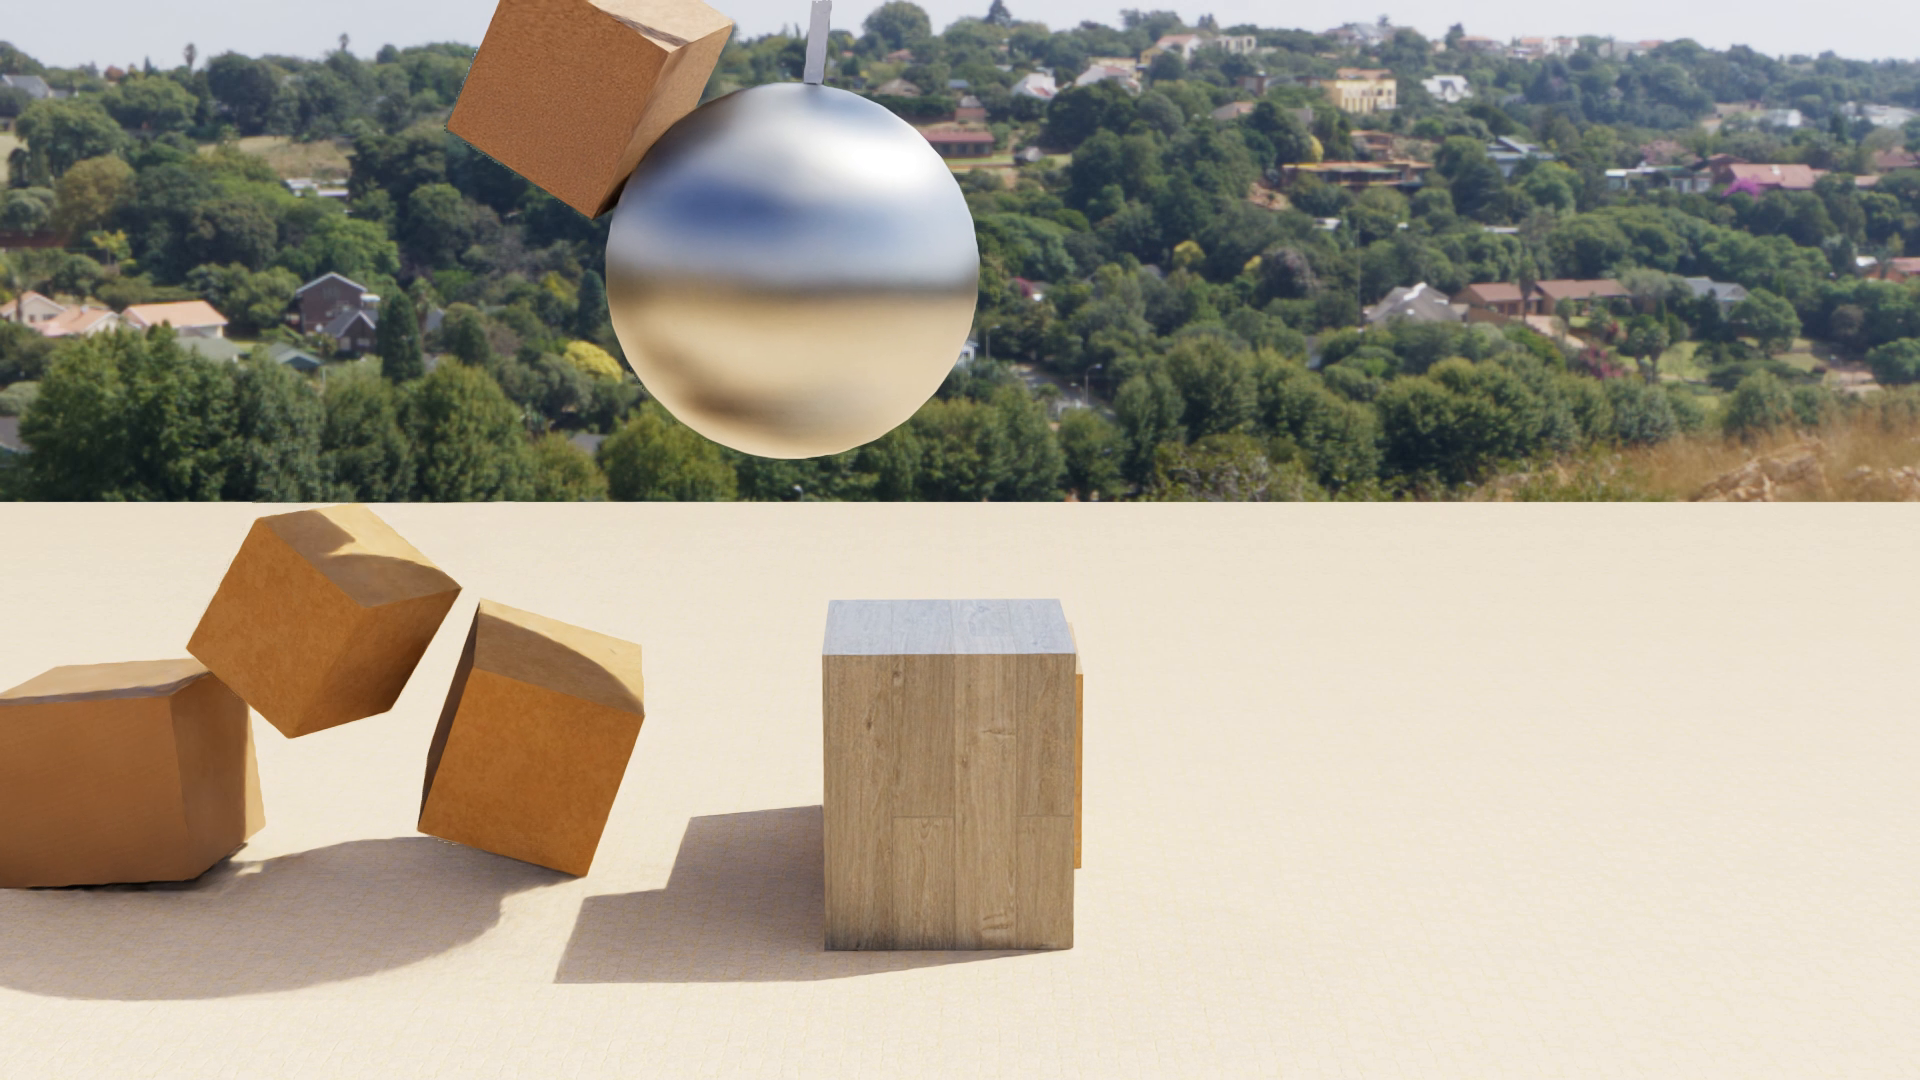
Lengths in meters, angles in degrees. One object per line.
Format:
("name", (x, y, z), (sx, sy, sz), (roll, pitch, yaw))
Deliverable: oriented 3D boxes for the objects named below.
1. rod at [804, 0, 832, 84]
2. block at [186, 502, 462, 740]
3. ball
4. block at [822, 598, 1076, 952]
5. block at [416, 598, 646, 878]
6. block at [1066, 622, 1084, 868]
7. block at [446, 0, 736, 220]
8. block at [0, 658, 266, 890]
("rod", (-0.310, -4.468, 10.368), (0.080, 5.200, 0.080), (7, 10, -1))
("block", (-2.788, 0.341, 11.280), (0.644, 0.708, 0.750), (38, 18, 14))
("ball", (-0.715, -1.147, 10.972), (1.600, 1.600, 1.600), (0, 10, 0))
("block", (-0.056, 0.963, 10.826), (1.009, 1.233, 1.080), (0, 10, -1))
("block", (-1.923, 0.878, 11.542), (0.770, 0.810, 0.845), (18, 16, -14))
("block", (0.005, 0.935, 11.932), (1.075, 0.892, 1.080), (0, 10, 0))
("block", (-1.573, -1.991, 10.969), (0.745, 0.825, 0.709), (32, 27, 4))
("block", (-3.736, 1.023, 11.455), (0.899, 0.812, 0.805), (-4, 10, 8))
